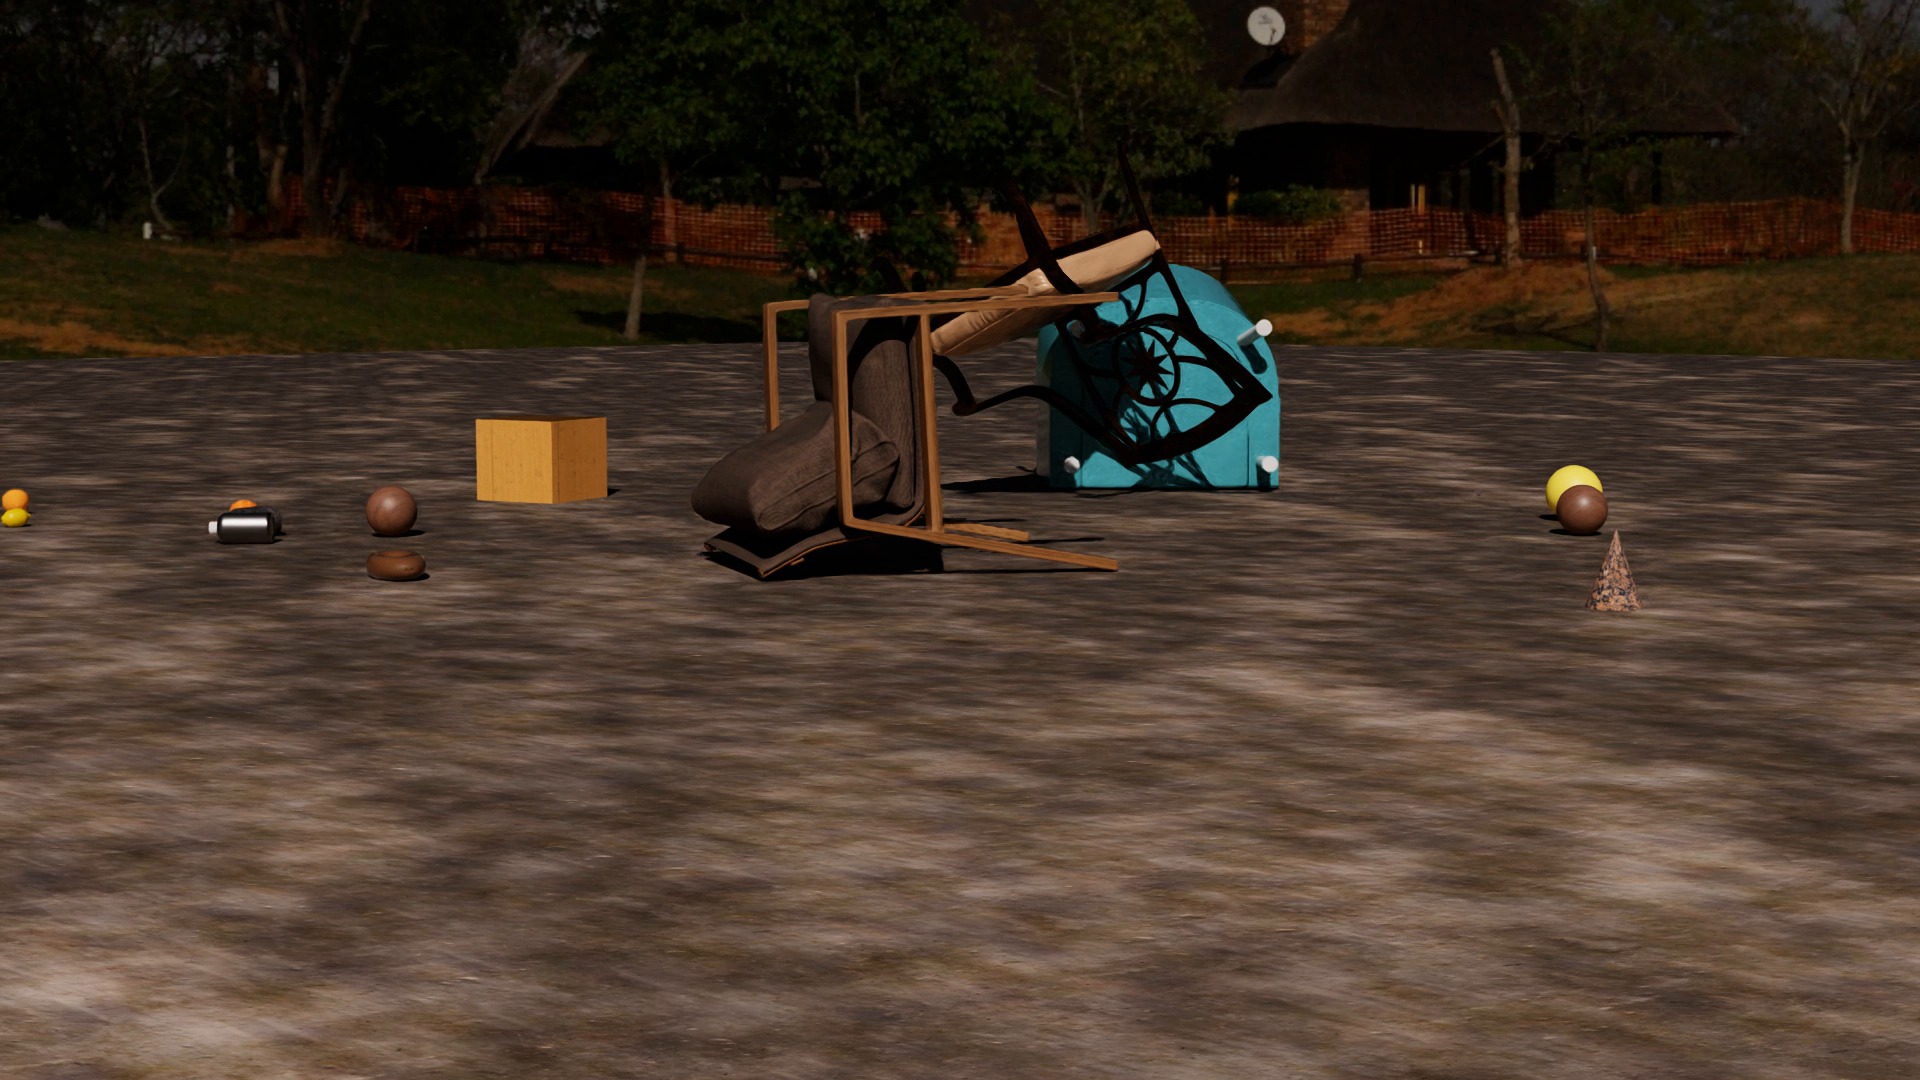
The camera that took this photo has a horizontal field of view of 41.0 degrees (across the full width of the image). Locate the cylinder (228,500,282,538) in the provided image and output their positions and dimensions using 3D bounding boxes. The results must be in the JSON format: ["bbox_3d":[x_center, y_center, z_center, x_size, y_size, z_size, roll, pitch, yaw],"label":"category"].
[{"bbox_3d":[-1.783,-0.046,6.487,0.096,0.075,0.096,23,31,21],"label":"cylinder"}]

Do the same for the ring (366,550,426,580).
[{"bbox_3d":[-1.235,0.056,5.617,0.122,0.053,0.222,-4,7,-27],"label":"ring"}]

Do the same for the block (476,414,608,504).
[{"bbox_3d":[-1.238,-0.242,7.600,0.273,0.238,0.271,3,7,28],"label":"block"}]

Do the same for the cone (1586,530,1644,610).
[{"bbox_3d":[1.304,0.055,5.106,0.118,0.158,0.105,-2,6,-20],"label":"cone"}]

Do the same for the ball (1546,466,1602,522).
[{"bbox_3d":[1.652,-0.126,6.902,0.150,0.150,0.150,0,6,0],"label":"ball"}]
